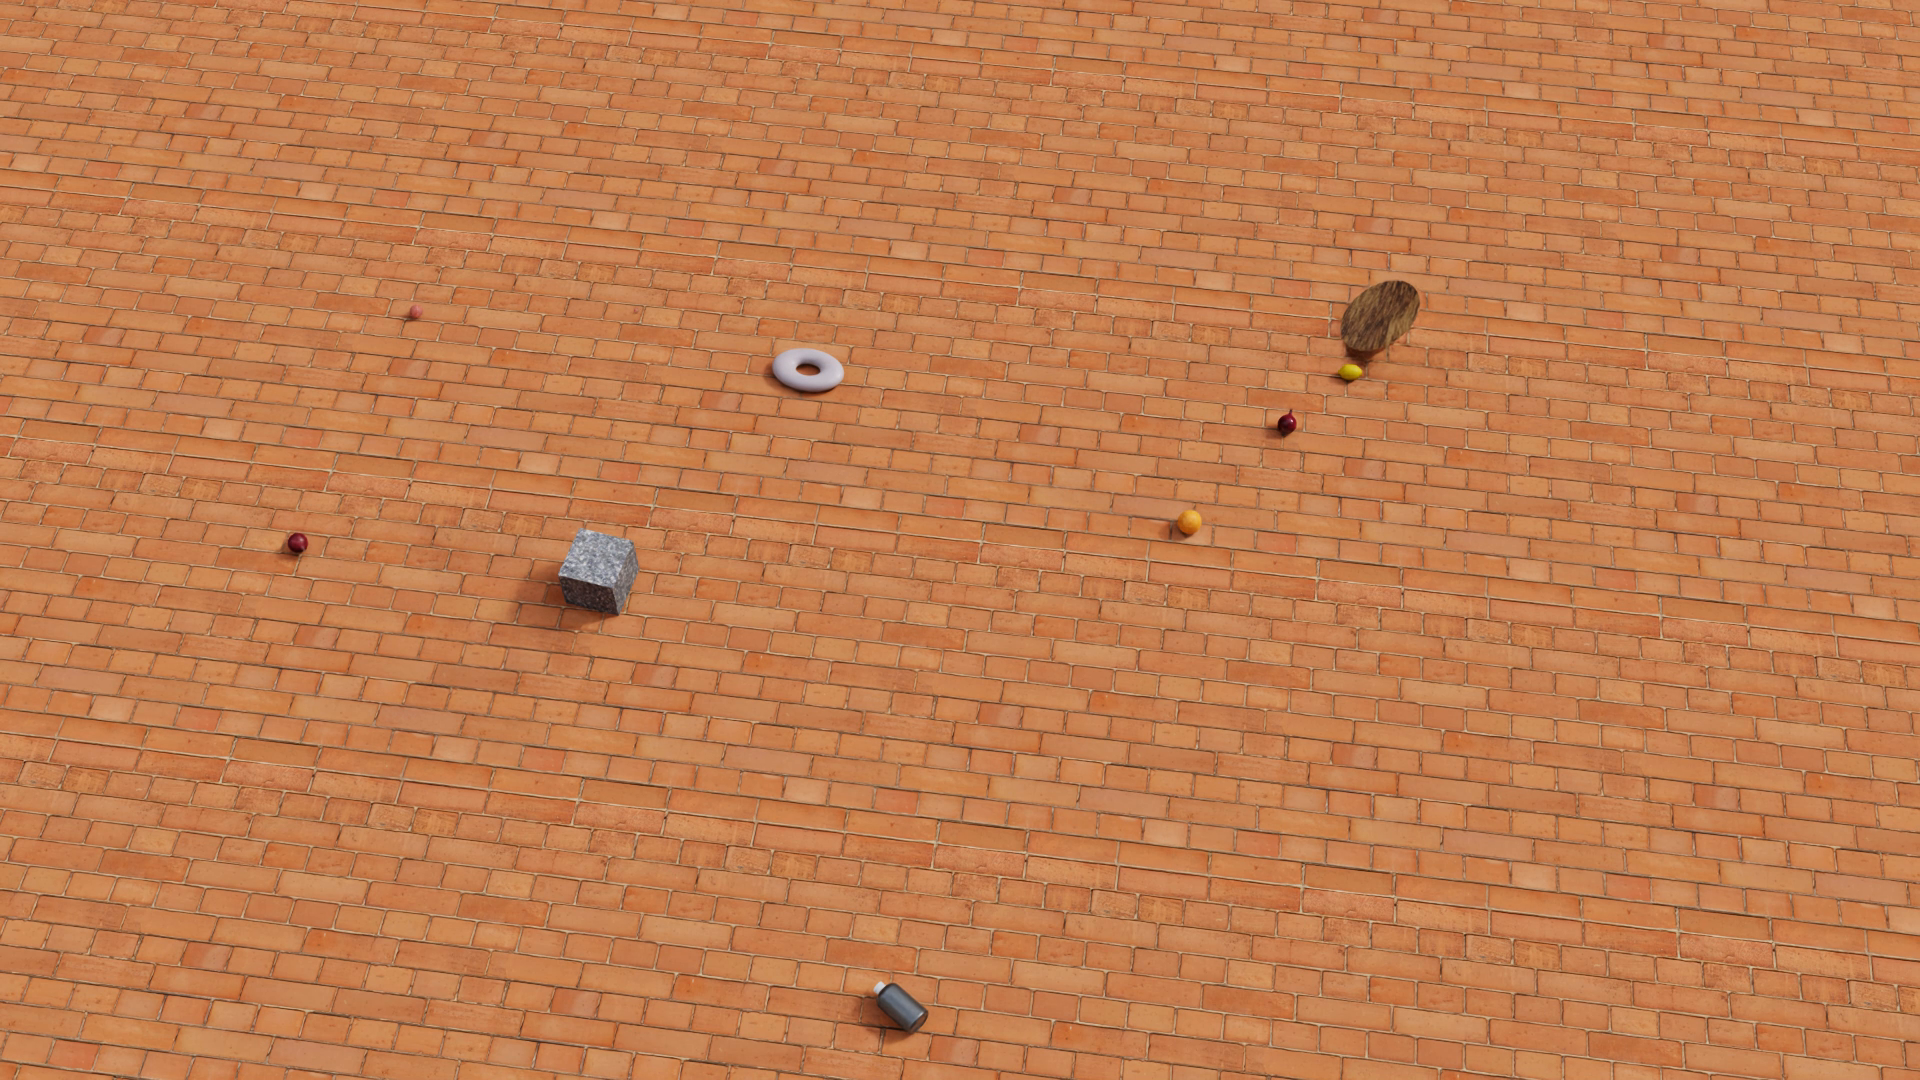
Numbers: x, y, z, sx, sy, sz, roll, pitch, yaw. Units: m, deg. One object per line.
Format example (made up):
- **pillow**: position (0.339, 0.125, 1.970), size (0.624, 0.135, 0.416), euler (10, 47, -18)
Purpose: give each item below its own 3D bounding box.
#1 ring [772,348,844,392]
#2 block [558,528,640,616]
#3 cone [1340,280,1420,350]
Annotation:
- **ring**: position (-0.477, -0.534, 6.906), size (0.233, 0.044, 0.158), euler (12, 58, 9)
- **block**: position (-1.053, 0.093, 6.420), size (0.167, 0.151, 0.170), euler (13, 57, 9)
- **cone**: position (1.363, -0.678, 6.973), size (0.294, 0.122, 0.262), euler (7, 67, 49)
